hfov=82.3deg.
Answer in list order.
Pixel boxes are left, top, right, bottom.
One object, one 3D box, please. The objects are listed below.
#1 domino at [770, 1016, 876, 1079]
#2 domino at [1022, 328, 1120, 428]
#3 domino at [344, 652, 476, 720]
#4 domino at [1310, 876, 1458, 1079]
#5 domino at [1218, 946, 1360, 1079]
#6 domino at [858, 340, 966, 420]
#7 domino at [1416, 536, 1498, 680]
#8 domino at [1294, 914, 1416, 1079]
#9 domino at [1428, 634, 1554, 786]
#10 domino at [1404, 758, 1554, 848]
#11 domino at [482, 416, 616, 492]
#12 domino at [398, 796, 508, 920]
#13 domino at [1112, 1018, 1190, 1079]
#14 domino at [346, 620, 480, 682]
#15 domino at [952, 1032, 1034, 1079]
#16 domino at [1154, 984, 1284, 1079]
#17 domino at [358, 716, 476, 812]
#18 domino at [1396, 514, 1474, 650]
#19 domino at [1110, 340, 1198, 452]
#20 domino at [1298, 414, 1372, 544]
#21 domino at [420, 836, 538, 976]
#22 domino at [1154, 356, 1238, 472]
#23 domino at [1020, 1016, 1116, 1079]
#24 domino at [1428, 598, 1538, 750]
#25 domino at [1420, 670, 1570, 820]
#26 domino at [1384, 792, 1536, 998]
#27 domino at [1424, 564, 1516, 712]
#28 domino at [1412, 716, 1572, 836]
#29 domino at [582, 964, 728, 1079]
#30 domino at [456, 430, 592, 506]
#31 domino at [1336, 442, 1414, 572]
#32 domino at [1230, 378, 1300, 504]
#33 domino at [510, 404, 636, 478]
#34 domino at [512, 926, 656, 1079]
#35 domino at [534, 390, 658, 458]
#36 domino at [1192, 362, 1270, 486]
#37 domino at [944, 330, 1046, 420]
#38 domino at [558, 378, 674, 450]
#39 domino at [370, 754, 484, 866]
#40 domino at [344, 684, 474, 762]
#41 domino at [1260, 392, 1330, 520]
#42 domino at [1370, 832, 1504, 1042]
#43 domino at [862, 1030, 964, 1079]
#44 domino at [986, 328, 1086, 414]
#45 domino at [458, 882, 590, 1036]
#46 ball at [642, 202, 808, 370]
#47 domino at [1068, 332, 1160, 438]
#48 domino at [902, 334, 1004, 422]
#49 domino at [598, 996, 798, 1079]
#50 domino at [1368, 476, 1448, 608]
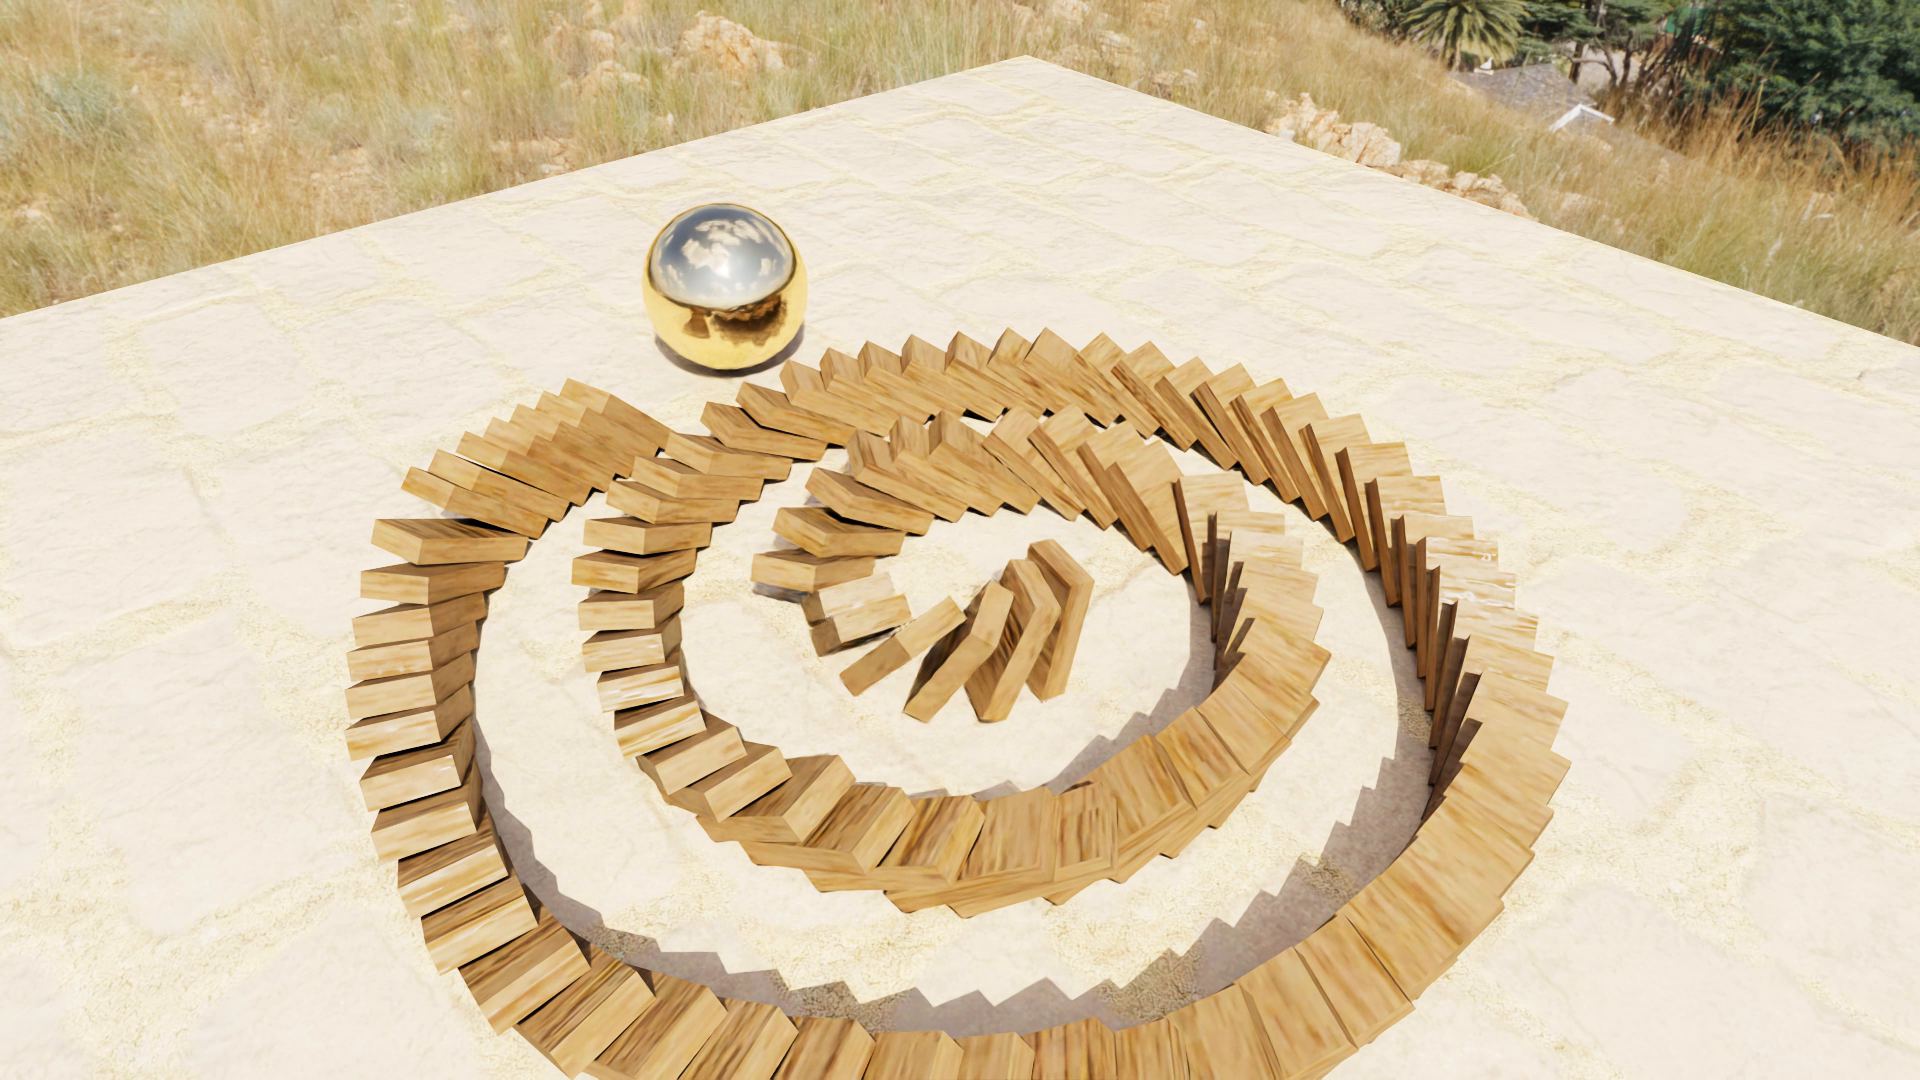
[{"bbox_3d":[-0.047,0.129,0.266,0.050,0.009,0.025,-14,29,34],"label":"domino"},{"bbox_3d":[0.054,-0.077,0.516,0.050,0.009,0.025,36,40,-7],"label":"domino"},{"bbox_3d":[-0.180,0.047,0.364,0.025,0.010,0.050,-10,5,-10],"label":"domino"},{"bbox_3d":[0.100,0.114,0.285,0.050,0.009,0.025,-42,47,1],"label":"domino"},{"bbox_3d":[0.068,0.125,0.270,0.050,0.009,0.025,-36,43,9],"label":"domino"},{"bbox_3d":[-0.023,-0.073,0.512,0.050,0.010,0.025,22,29,-26],"label":"domino"},{"bbox_3d":[0.177,0.025,0.391,0.025,0.010,0.050,5,76,4],"label":"domino"},{"bbox_3d":[0.085,0.120,0.276,0.050,0.009,0.025,-39,45,6],"label":"domino"},{"bbox_3d":[0.169,0.058,0.351,0.025,0.009,0.050,16,78,18],"label":"domino"},{"bbox_3d":[0.142,0.090,0.313,0.025,0.009,0.050,35,84,35],"label":"domino"},{"bbox_3d":[-0.170,-0.035,0.459,0.025,0.050,0.009,21,84,24],"label":"domino"},{"bbox_3d":[-0.145,0.089,0.314,0.025,0.009,0.050,-23,13,-24],"label":"domino"},{"bbox_3d":[0.030,0.134,0.261,0.050,0.010,0.025,-25,34,21],"label":"domino"},{"bbox_3d":[-0.185,0.037,0.376,0.025,0.009,0.050,-8,4,-7],"label":"domino"},{"bbox_3d":[-0.008,0.133,0.261,0.050,0.009,0.025,-20,31,28],"label":"domino"},{"bbox_3d":[0.051,0.130,0.264,0.050,0.009,0.025,-31,40,14],"label":"domino"},{"bbox_3d":[-0.166,0.068,0.340,0.025,0.010,0.050,-15,9,-17],"label":"domino"},{"bbox_3d":[0.177,0.016,0.406,0.025,0.009,0.050,3,68,3],"label":"domino"},{"bbox_3d":[0.095,-0.067,0.506,0.050,0.010,0.025,49,51,8],"label":"domino"},{"bbox_3d":[0.161,-0.026,0.453,0.025,0.009,0.050,-12,75,-18],"label":"domino"},{"bbox_3d":[-0.135,0.099,0.304,0.025,0.010,0.050,-23,15,-26],"label":"domino"},{"bbox_3d":[0.113,-0.057,0.495,0.025,0.010,0.050,-32,78,-33],"label":"domino"},{"bbox_3d":[0.013,0.133,0.260,0.050,0.009,0.025,-25,34,22],"label":"domino"},{"bbox_3d":[0.173,0.047,0.364,0.025,0.010,0.050,12,77,14],"label":"domino"},{"bbox_3d":[0.164,0.068,0.338,0.025,0.010,0.050,23,80,23],"label":"domino"},{"bbox_3d":[0.131,0.097,0.303,0.050,0.010,0.025,-48,55,-3],"label":"domino"},{"bbox_3d":[0.175,0.035,0.378,0.025,0.009,0.050,7,77,7],"label":"domino"},{"bbox_3d":[0.155,0.080,0.324,0.025,0.009,0.050,31,83,32],"label":"domino"},{"bbox_3d":[-0.083,0.121,0.276,0.050,0.009,0.025,-9,28,42],"label":"domino"},{"bbox_3d":[-0.178,-0.029,0.451,0.025,0.050,0.010,21,84,23],"label":"domino"},{"bbox_3d":[0.170,-0.014,0.439,0.025,0.009,0.050,-6,73,-8],"label":"domino"},{"bbox_3d":[0.140,-0.043,0.474,0.025,0.009,0.050,-23,80,-26],"label":"domino"},{"bbox_3d":[-0.163,-0.041,0.466,0.025,0.050,0.009,20,84,24],"label":"domino"},{"bbox_3d":[-0.101,0.116,0.281,0.050,0.010,0.025,-3,30,50],"label":"domino"},{"bbox_3d":[-0.156,-0.048,0.474,0.025,0.050,0.010,21,84,24],"label":"domino"},{"bbox_3d":[0.127,-0.051,0.484,0.025,0.009,0.050,-28,83,-31],"label":"domino"},{"bbox_3d":[0.017,-0.077,0.517,0.050,0.009,0.025,27,36,-17],"label":"domino"},{"bbox_3d":[-0.149,-0.054,0.482,0.025,0.050,0.009,21,84,23],"label":"domino"},{"bbox_3d":[-0.157,0.079,0.328,0.025,0.009,0.050,-17,11,-19],"label":"domino"},{"bbox_3d":[-0.175,0.057,0.351,0.025,0.009,0.050,-12,5,-13],"label":"domino"},{"bbox_3d":[0.150,-0.036,0.465,0.025,0.010,0.050,-19,79,-25],"label":"domino"},{"bbox_3d":[0.117,0.106,0.294,0.050,0.010,0.025,-45,52,-1],"label":"domino"},{"bbox_3d":[-0.025,0.132,0.262,0.050,0.010,0.025,-18,32,31],"label":"domino"},{"bbox_3d":[0.038,-0.077,0.518,0.050,0.010,0.025,33,40,-10],"label":"domino"},{"bbox_3d":[-0.118,0.109,0.291,0.025,0.009,0.050,-32,19,-30],"label":"domino"},{"bbox_3d":[-0.114,-0.124,0.539,0.080,0.080,0.080,0,39,0],"label":"ball"},{"bbox_3d":[0.077,-0.073,0.512,0.050,0.010,0.025,43,47,3],"label":"domino"},{"bbox_3d":[-0.003,-0.076,0.516,0.050,0.010,0.025,25,32,-21],"label":"domino"},{"bbox_3d":[-0.066,0.126,0.270,0.050,0.010,0.025,-12,28,39],"label":"domino"},{"bbox_3d":[0.175,0.000,0.423,0.025,0.009,0.050,-1,71,-2],"label":"domino"}]
